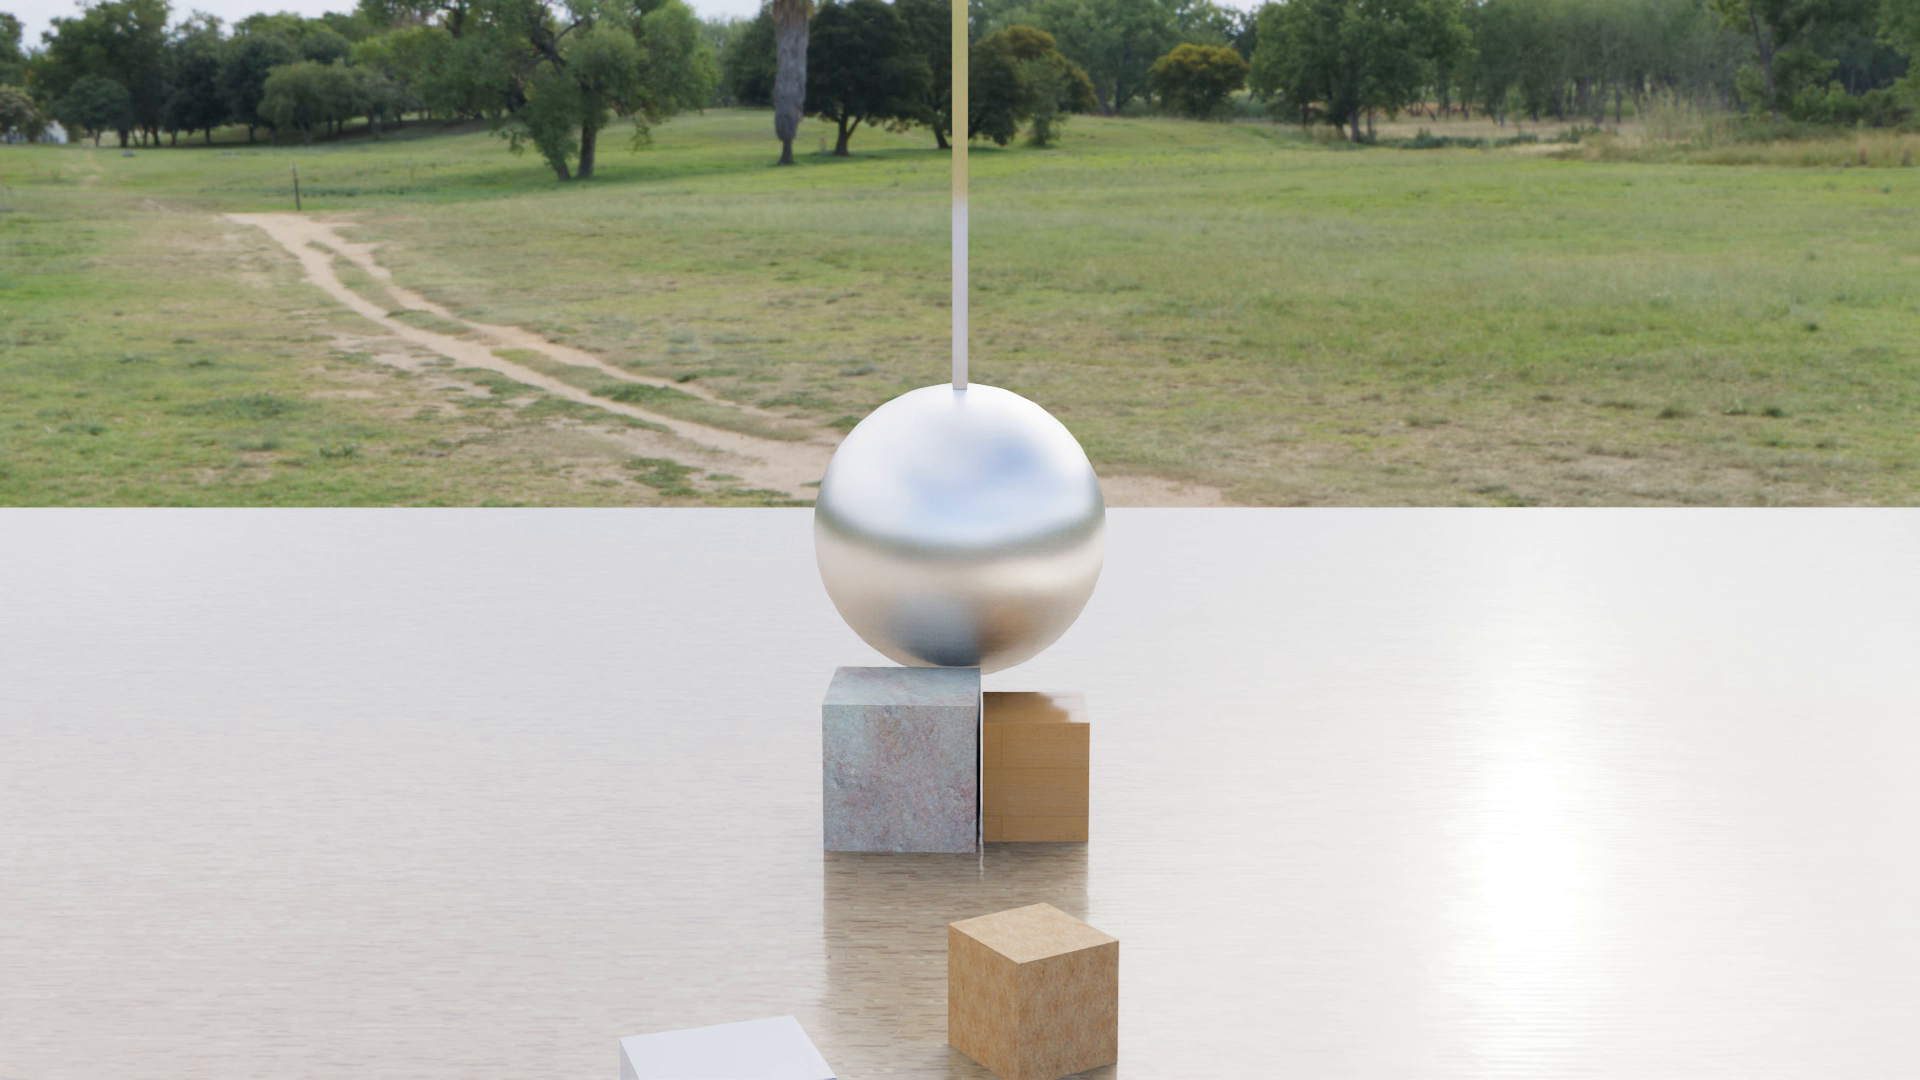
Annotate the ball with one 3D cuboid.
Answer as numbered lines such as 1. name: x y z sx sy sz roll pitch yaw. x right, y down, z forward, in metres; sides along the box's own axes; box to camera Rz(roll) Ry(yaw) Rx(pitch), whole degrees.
1. ball: 0.000 -0.054 11.971 1.600 1.600 1.600 0 10 0

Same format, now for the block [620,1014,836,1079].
1. block: -0.777 1.965 7.333 0.607 0.510 0.550 -4 11 -19

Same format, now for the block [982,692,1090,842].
1. block: 0.386 1.166 11.412 0.534 0.622 0.634 0 10 0

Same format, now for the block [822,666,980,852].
1. block: -0.286 1.115 11.321 0.762 0.755 0.806 0 10 2

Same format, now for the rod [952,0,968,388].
1. rod: 0.000 -3.290 10.929 0.080 5.200 0.080 0 18 0

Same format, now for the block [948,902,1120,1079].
1. block: 0.280 1.755 8.532 0.459 0.494 0.503 -6 12 -32
